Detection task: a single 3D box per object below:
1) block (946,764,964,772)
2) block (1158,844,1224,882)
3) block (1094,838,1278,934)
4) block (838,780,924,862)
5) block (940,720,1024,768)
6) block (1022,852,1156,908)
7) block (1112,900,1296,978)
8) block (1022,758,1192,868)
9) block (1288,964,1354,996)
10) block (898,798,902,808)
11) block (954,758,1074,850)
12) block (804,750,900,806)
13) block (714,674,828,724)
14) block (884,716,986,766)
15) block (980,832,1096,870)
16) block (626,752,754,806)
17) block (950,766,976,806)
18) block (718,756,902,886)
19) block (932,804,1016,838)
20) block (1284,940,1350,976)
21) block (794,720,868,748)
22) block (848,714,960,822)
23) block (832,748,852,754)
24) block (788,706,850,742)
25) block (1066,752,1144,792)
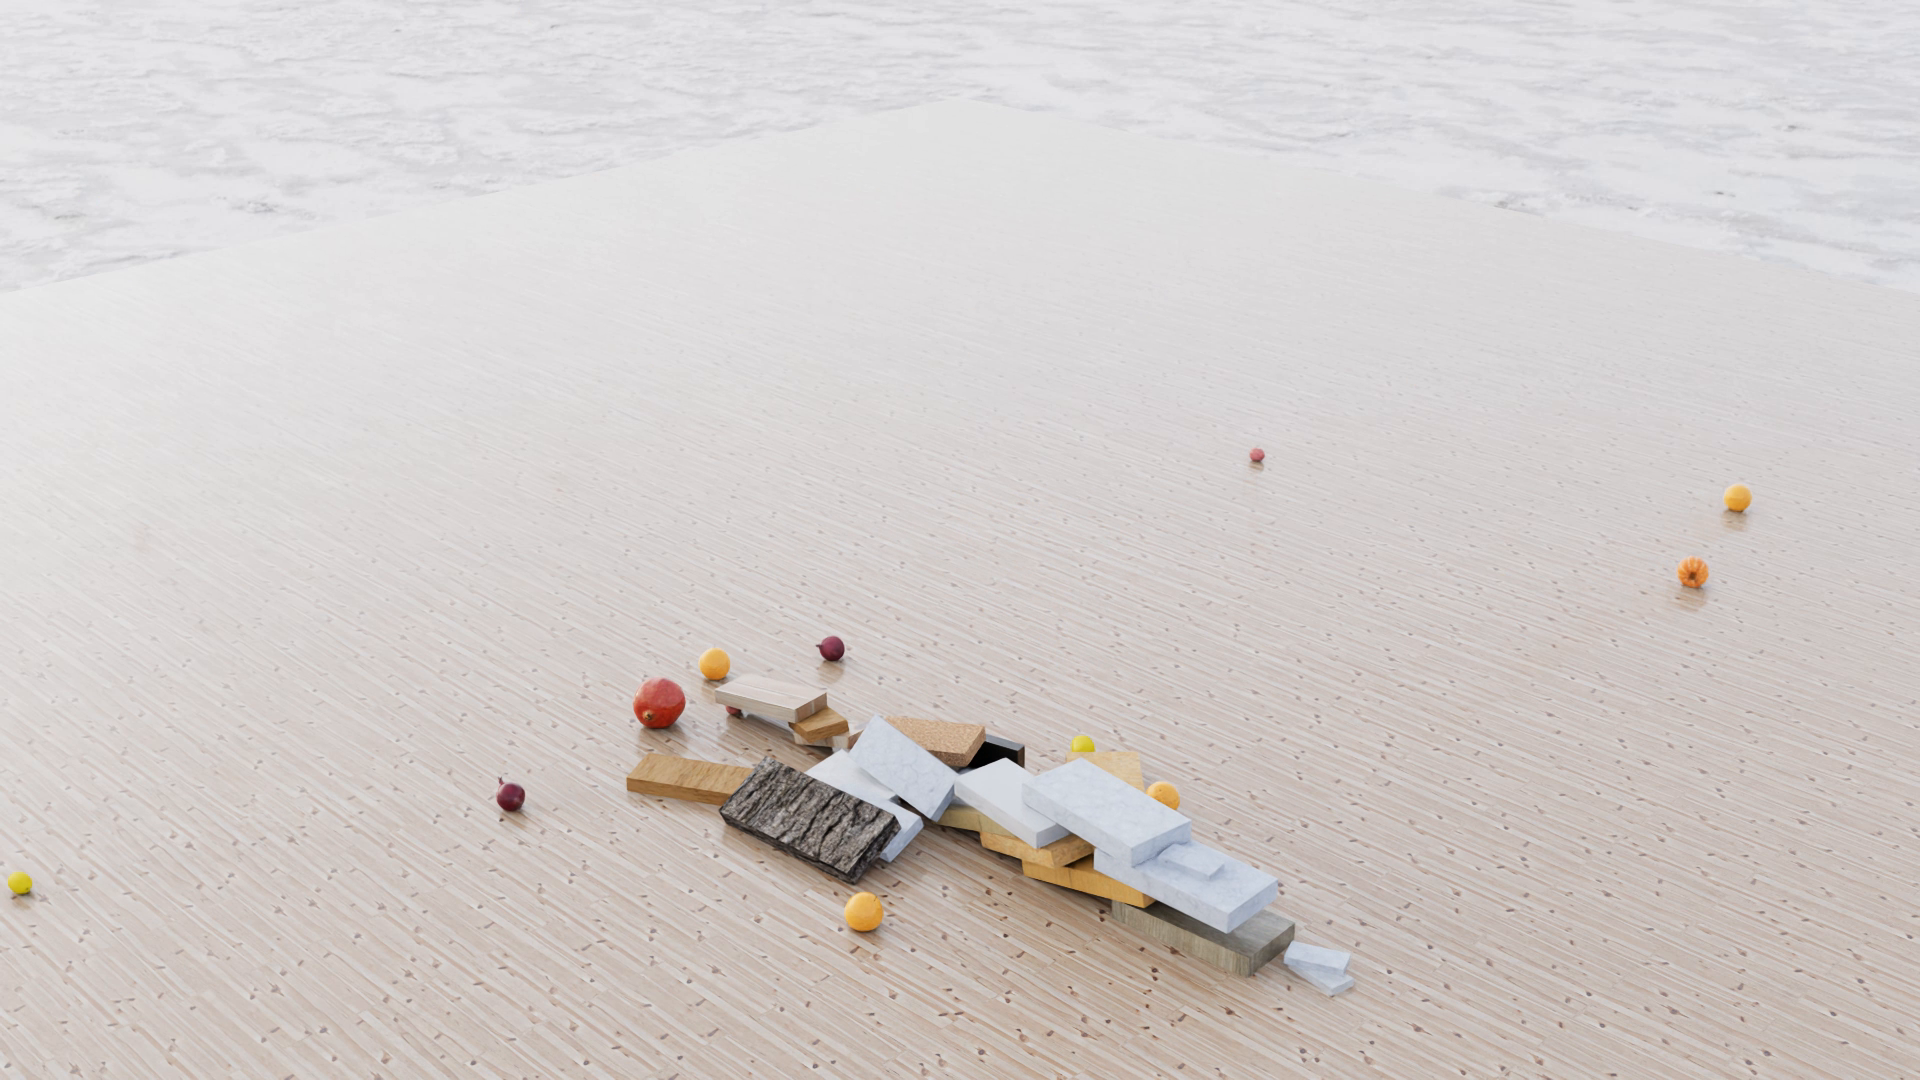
[{"bbox_3d":[-0.099,0.463,4.552,0.220,0.031,0.110,-2,17,41],"label":"block"},{"bbox_3d":[0.420,0.586,3.994,0.108,0.015,0.054,18,30,33],"label":"block"},{"bbox_3d":[0.411,0.609,4.013,0.303,0.043,0.152,21,32,38],"label":"block"},{"bbox_3d":[-0.182,0.553,4.332,0.207,0.029,0.103,21,54,39],"label":"block"},{"bbox_3d":[0.038,0.451,4.565,0.207,0.103,0.029,14,27,29],"label":"block"},{"bbox_3d":[0.280,0.617,4.174,0.303,0.043,0.152,7,22,45],"label":"block"},{"bbox_3d":[0.447,0.701,4.054,0.303,0.043,0.152,19,29,37],"label":"block"},{"bbox_3d":[0.273,0.508,4.129,0.152,0.043,0.303,-18,29,-35],"label":"block"},{"bbox_3d":[0.643,0.772,3.921,0.054,0.015,0.108,-16,28,-33],"label":"block"},{"bbox_3d":[-0.145,0.553,4.437,0.054,0.015,0.108,-1,23,-3],"label":"block"},{"bbox_3d":[0.117,0.505,4.238,0.128,0.036,0.256,-18,30,-33],"label":"block"},{"bbox_3d":[-0.226,0.511,4.474,0.112,0.032,0.223,-31,34,-20],"label":"block"},{"bbox_3d":[-0.412,0.344,4.795,0.223,0.032,0.112,11,22,33],"label":"block"},{"bbox_3d":[-0.069,0.412,4.516,0.220,0.031,0.110,4,28,23],"label":"block"},{"bbox_3d":[0.159,0.574,4.242,0.128,0.036,0.256,-19,13,-29],"label":"block"},{"bbox_3d":[-0.542,0.498,4.546,0.269,0.032,0.112,7,24,16],"label":"block"},{"bbox_3d":[0.002,0.496,4.447,0.110,0.031,0.220,-22,14,-39],"label":"block"},{"bbox_3d":[-0.298,0.549,4.329,0.358,0.043,0.152,19,56,38],"label":"block"},{"bbox_3d":[0.069,0.534,4.355,0.128,0.036,0.256,-22,14,-37],"label":"block"},{"bbox_3d":[0.639,0.749,3.936,0.108,0.015,0.054,9,25,21],"label":"block"},{"bbox_3d":[-0.263,0.412,4.691,0.179,0.025,0.090,-1,16,46],"label":"block"},{"bbox_3d":[-0.109,0.458,4.425,0.248,0.104,0.029,33,-2,35],"label":"block"},{"bbox_3d":[-0.175,0.436,4.617,0.179,0.025,0.090,0,18,46],"label":"block"},{"bbox_3d":[-0.305,0.392,4.707,0.090,0.025,0.179,-16,11,-16],"label":"block"},{"bbox_3d":[0.298,0.523,4.474,0.152,0.043,0.303,0,23,0],"label":"block"}]
